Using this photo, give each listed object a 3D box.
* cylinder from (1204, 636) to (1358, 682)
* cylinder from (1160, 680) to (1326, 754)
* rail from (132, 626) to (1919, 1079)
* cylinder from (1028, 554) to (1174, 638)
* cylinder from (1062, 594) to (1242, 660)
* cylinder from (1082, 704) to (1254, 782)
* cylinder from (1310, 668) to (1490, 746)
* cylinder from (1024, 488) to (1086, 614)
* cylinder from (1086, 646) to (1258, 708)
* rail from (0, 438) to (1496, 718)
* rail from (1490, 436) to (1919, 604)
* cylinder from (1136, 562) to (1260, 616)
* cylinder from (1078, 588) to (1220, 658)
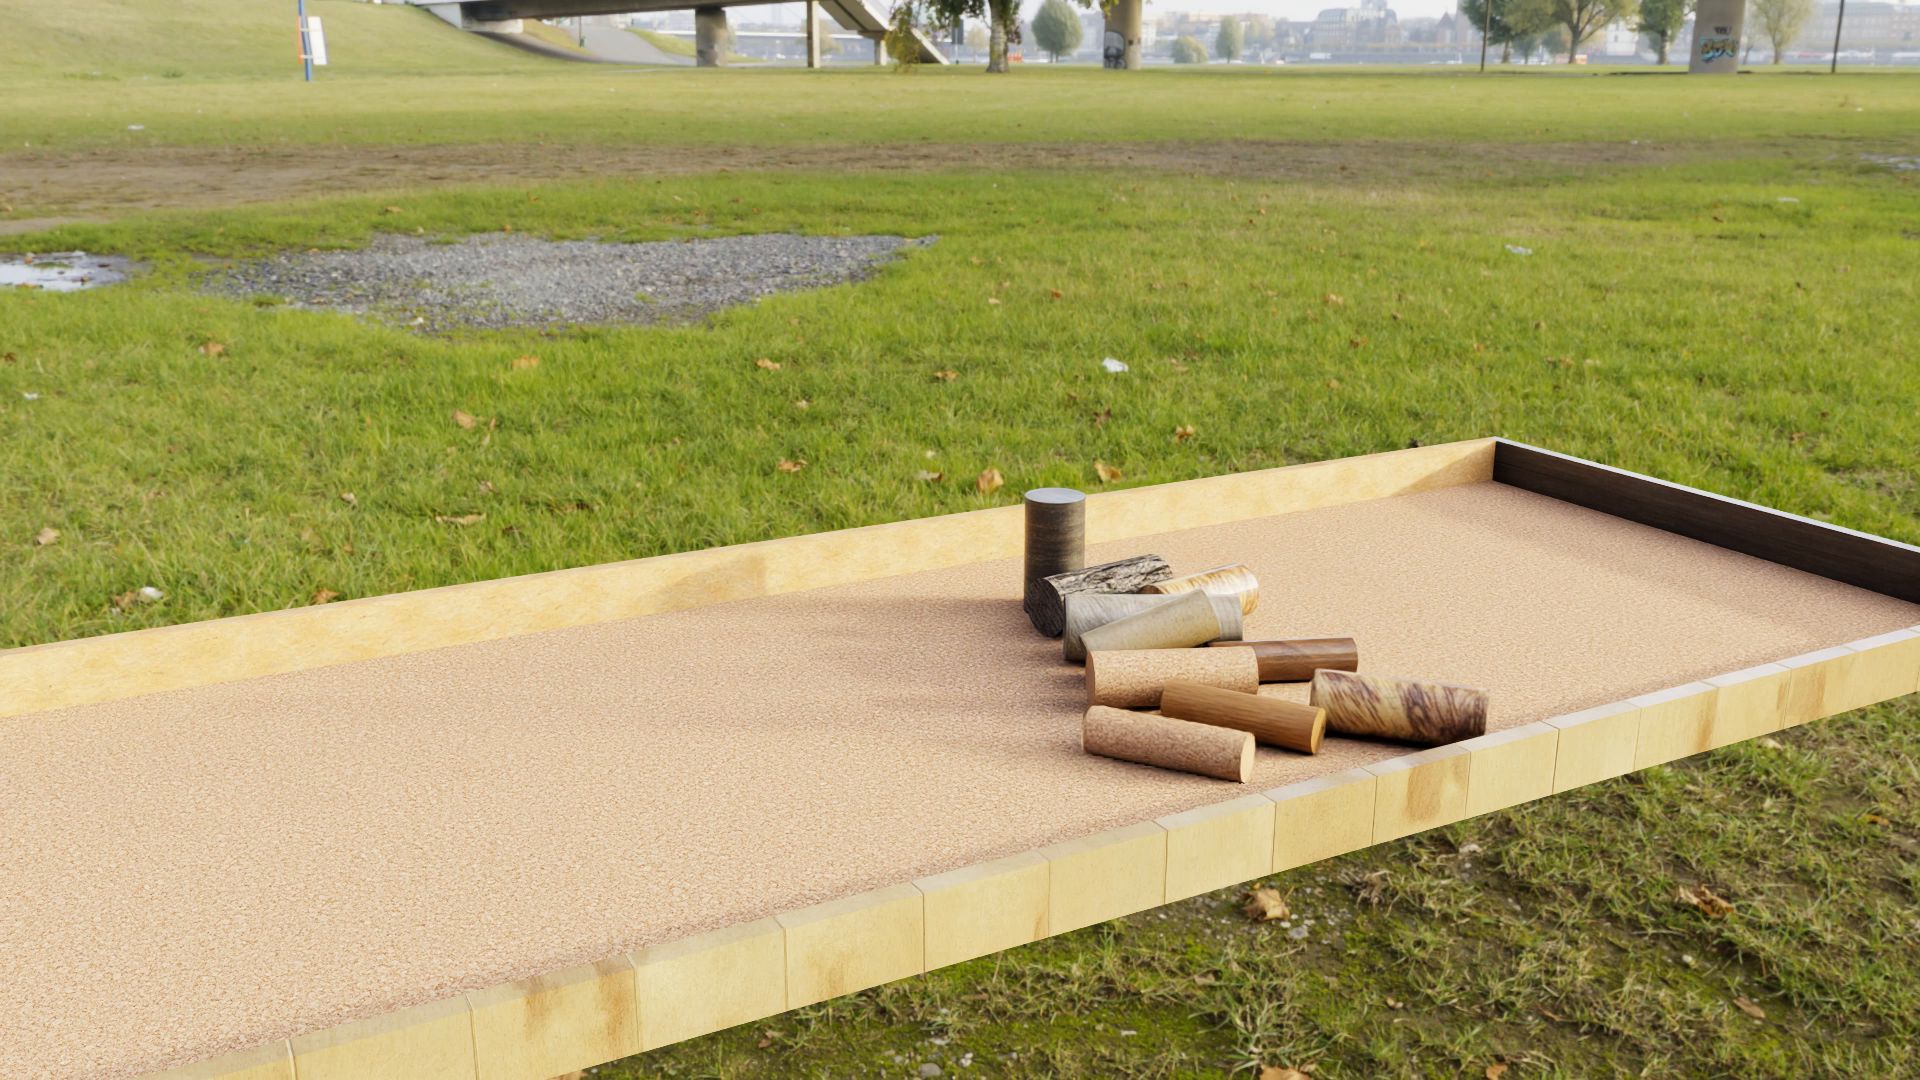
[{"bbox_3d":[0.802,0.301,4.142,0.371,0.106,0.106,-2,17,-7],"label":"cylinder"},{"bbox_3d":[0.649,0.404,3.795,0.363,0.104,0.104,9,19,29],"label":"cylinder"},{"bbox_3d":[-2.336,1.006,1.665,12.000,0.150,0.050,-9,18,-27],"label":"rail"},{"bbox_3d":[0.391,0.151,4.555,0.396,0.162,0.162,-11,20,-33],"label":"cylinder"},{"bbox_3d":[0.496,0.226,4.281,0.448,0.171,0.171,0,16,0],"label":"cylinder"},{"bbox_3d":[0.459,0.447,3.645,0.364,0.107,0.107,8,18,25],"label":"cylinder"},{"bbox_3d":[1.006,0.389,3.782,0.387,0.141,0.141,6,17,19],"label":"cylinder"},{"bbox_3d":[0.265,0.036,4.642,0.171,0.334,0.171,0,16,0],"label":"cylinder"},{"bbox_3d":[0.510,0.331,3.985,0.394,0.137,0.137,-2,16,-5],"label":"cylinder"},{"bbox_3d":[-3.305,0.497,3.399,12.000,0.150,0.050,-9,18,-27],"label":"rail"},{"bbox_3d":[2.466,-0.048,5.253,0.050,0.150,2.100,-9,18,-27],"label":"rail"},{"bbox_3d":[0.649,0.167,4.519,0.332,0.152,0.152,-12,20,-35],"label":"cylinder"},{"bbox_3d":[0.473,0.240,4.127,0.328,0.132,0.132,-21,18,-3],"label":"cylinder"}]
